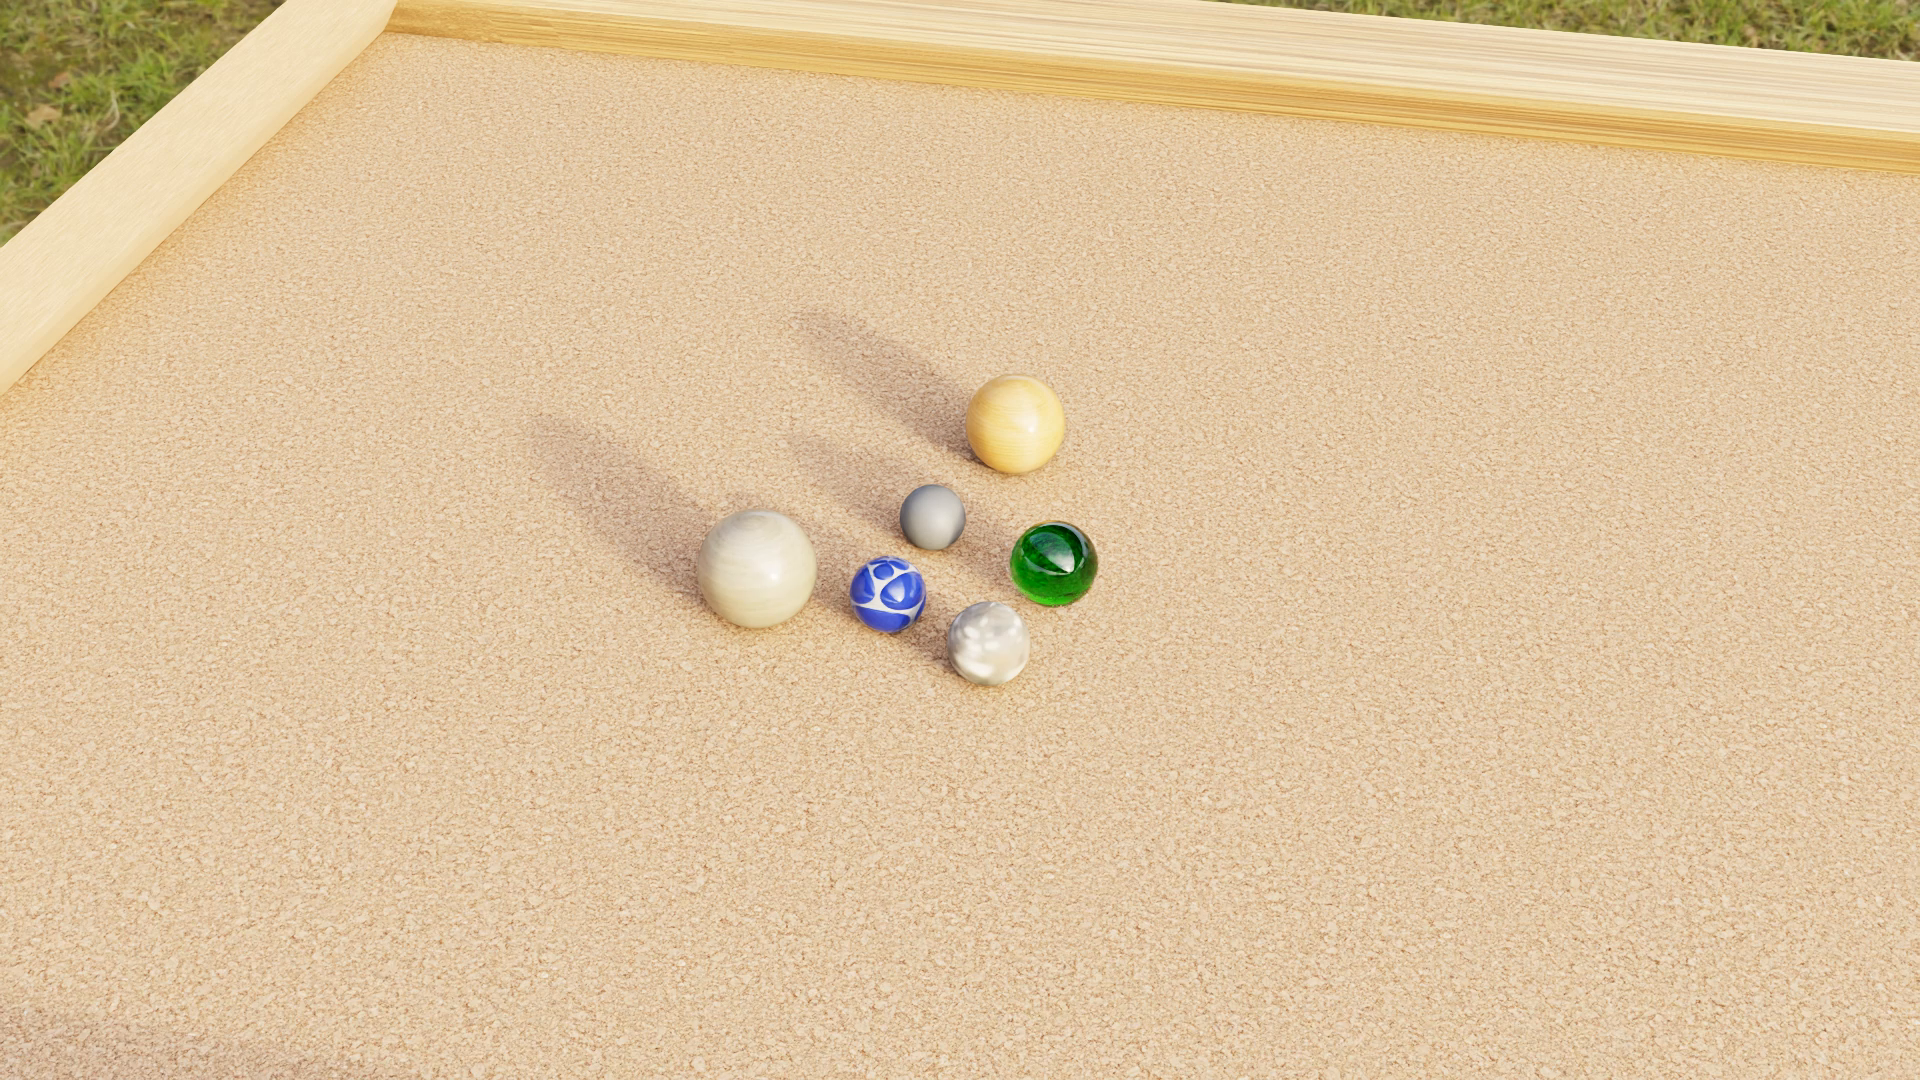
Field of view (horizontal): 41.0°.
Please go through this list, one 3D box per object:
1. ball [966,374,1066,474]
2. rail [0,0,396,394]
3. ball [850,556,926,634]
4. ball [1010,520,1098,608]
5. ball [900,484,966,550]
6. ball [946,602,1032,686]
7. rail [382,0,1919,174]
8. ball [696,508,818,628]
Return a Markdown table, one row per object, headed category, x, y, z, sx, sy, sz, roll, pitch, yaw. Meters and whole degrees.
| category | x | y | z | sx | sy | sz | roll | pitch | yaw |
| --- | --- | --- | --- | --- | --- | --- | --- | --- | --- |
| ball | 0.046 | -0.097 | 2.127 | 0.083 | 0.083 | 0.083 | 0 | 34 | 0 |
| rail | -0.837 | -0.128 | 2.140 | 0.045 | 0.119 | 1.832 | 7 | 35 | 11 |
| ball | -0.055 | 0.041 | 1.945 | 0.059 | 0.059 | 0.059 | 0 | 34 | 0 |
| ball | 0.072 | 0.018 | 1.971 | 0.068 | 0.068 | 0.068 | 0 | 34 | 0 |
| ball | -0.022 | -0.018 | 2.038 | 0.053 | 0.053 | 0.053 | 0 | 34 | 0 |
| ball | 0.021 | 0.076 | 1.890 | 0.062 | 0.062 | 0.062 | 0 | 34 | 0 |
| rail | 1.058 | -0.398 | 2.541 | 3.530 | 0.119 | 0.045 | 7 | 35 | 11 |
| ball | -0.154 | 0.022 | 1.945 | 0.091 | 0.091 | 0.091 | 0 | 34 | 0 |
